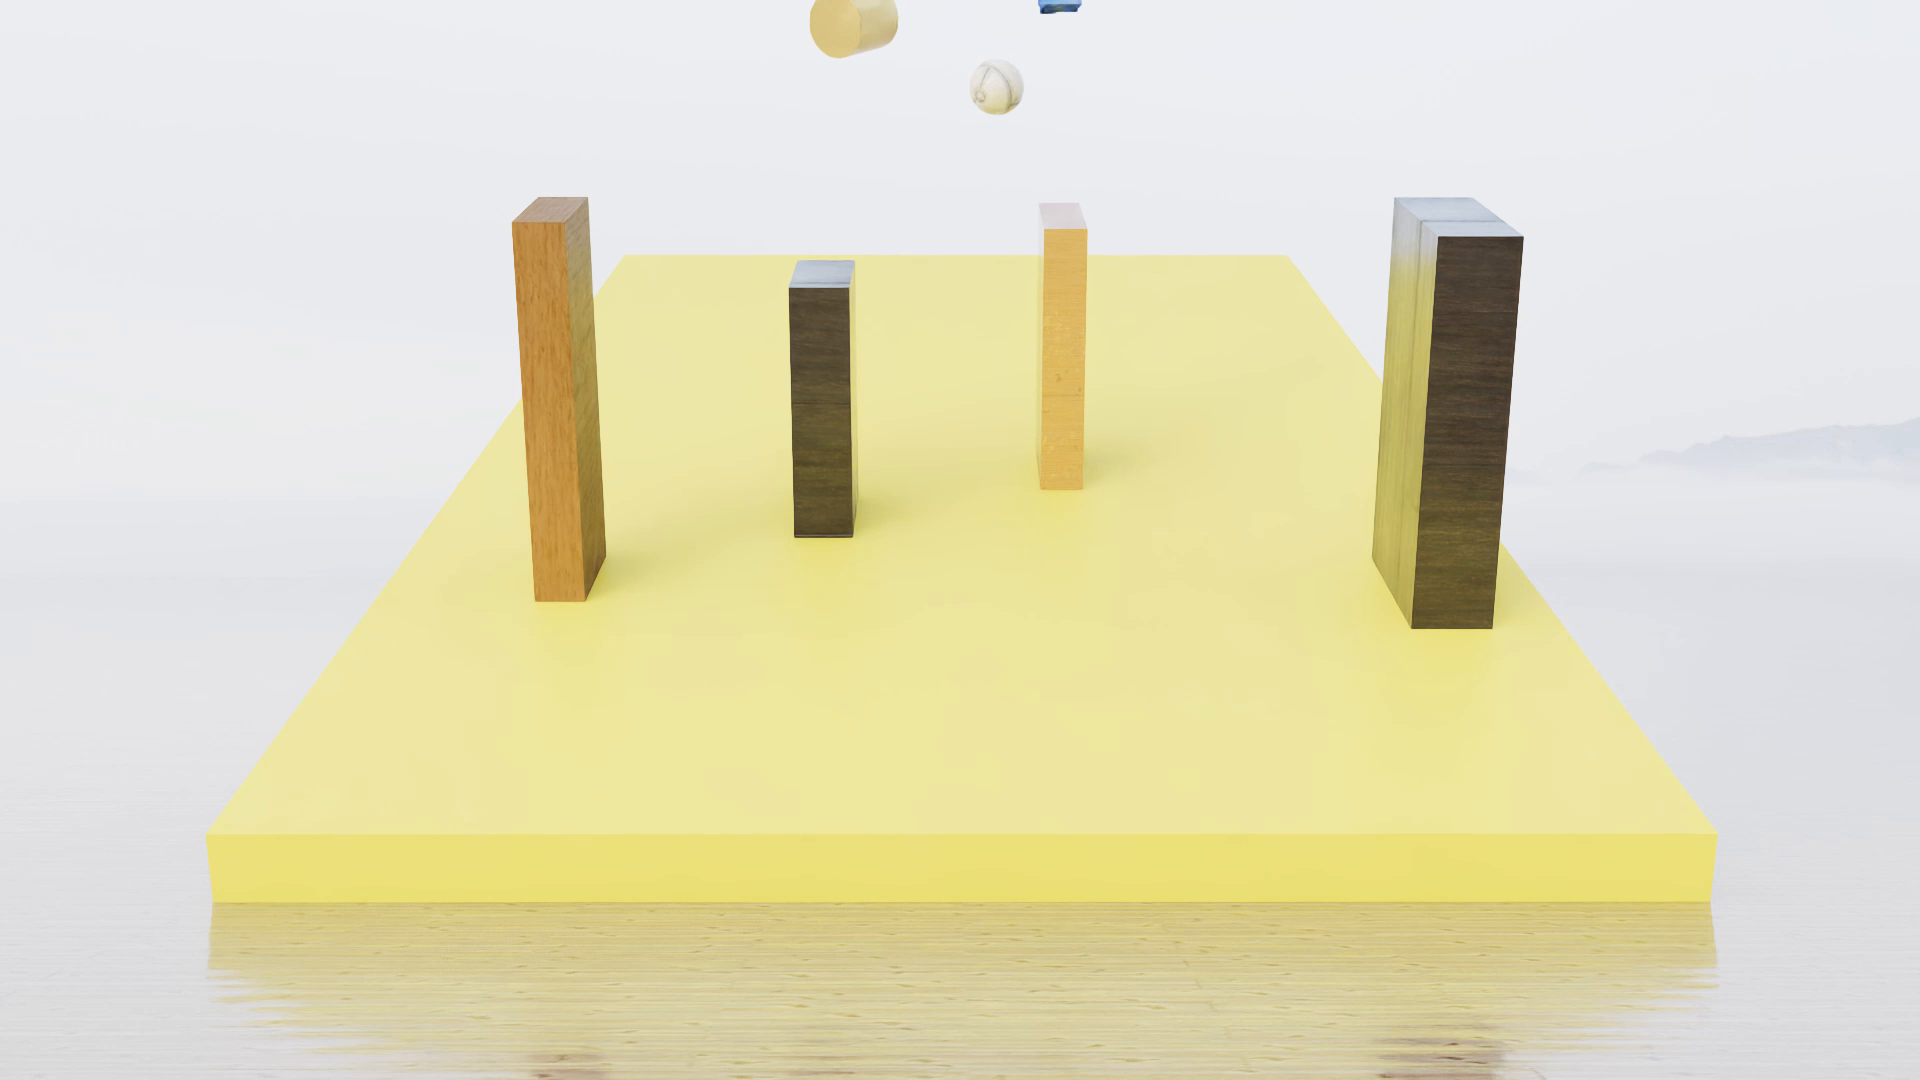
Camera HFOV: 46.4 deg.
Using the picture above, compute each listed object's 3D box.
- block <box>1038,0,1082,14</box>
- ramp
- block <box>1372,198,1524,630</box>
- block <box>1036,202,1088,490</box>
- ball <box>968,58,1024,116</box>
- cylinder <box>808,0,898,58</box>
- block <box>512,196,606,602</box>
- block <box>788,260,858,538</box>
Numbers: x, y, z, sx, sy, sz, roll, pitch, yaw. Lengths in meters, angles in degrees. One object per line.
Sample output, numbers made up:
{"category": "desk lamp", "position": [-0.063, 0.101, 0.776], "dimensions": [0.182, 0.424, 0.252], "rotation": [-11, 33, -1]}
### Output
{"category": "block", "position": [0.297, -1.637, 6.663], "dimensions": [0.112, 0.112, 0.112], "rotation": [-3, 1, -6]}
{"category": "ramp", "position": [-0.004, -0.189, 4.876], "dimensions": [2.000, 0.100, 4.000], "rotation": [0, 18, 0]}
{"category": "block", "position": [0.812, -0.220, 3.769], "dimensions": [0.135, 0.654, 0.364], "rotation": [0, 18, 0]}
{"category": "block", "position": [0.202, -0.393, 4.504], "dimensions": [0.084, 0.522, 0.295], "rotation": [0, 18, 0]}
{"category": "ball", "position": [0.108, -1.330, 6.577], "dimensions": [0.164, 0.164, 0.164], "rotation": [0, -1, 0]}
{"category": "cylinder", "position": [-0.310, -1.517, 6.548], "dimensions": [0.189, 0.189, 0.189], "rotation": [-1, 19, 35]}
{"category": "block", "position": [-0.682, -0.242, 3.834], "dimensions": [0.086, 0.651, 0.248], "rotation": [0, 18, 0]}
{"category": "block", "position": [-0.253, -0.268, 4.201], "dimensions": [0.109, 0.471, 0.255], "rotation": [0, 18, 0]}
